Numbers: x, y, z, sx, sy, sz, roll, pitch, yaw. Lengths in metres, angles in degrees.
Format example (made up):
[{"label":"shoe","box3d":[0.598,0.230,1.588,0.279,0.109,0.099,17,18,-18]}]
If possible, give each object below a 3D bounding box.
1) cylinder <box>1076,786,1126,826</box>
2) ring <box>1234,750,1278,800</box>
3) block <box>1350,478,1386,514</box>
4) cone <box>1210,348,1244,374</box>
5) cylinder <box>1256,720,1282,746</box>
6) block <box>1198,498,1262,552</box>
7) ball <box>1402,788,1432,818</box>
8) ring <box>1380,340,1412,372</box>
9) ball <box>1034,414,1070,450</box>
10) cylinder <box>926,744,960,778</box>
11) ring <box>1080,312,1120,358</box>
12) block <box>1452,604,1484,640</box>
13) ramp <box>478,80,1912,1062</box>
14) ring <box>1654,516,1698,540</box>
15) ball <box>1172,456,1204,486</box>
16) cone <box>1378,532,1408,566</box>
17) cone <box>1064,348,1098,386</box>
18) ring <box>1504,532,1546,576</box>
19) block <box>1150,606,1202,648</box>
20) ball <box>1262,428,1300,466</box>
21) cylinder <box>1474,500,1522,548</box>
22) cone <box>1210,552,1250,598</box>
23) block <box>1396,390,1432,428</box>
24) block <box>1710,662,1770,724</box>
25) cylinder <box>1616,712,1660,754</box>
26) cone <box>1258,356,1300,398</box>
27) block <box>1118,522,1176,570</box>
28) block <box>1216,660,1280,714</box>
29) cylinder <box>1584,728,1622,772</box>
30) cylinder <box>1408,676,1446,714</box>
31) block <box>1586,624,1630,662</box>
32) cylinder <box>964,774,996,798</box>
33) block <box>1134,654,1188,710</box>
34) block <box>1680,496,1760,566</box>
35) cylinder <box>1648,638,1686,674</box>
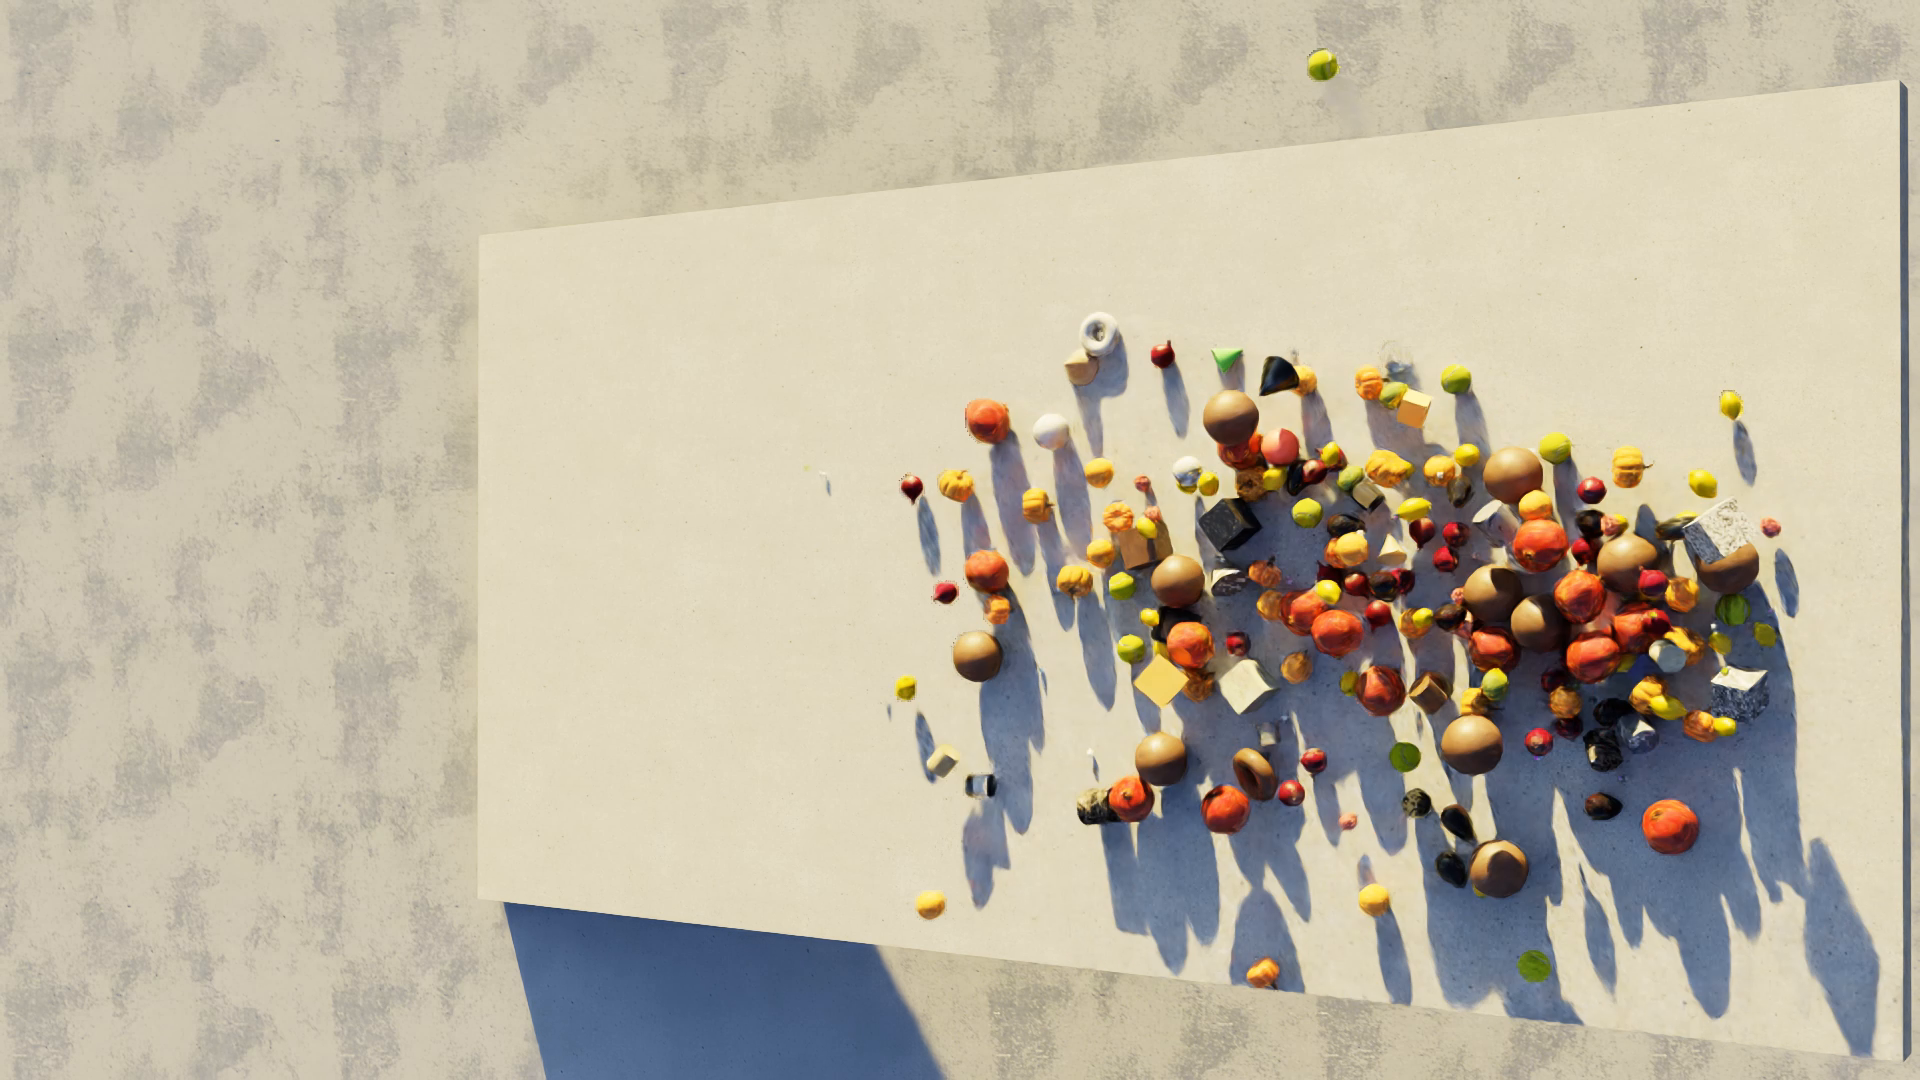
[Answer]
[{"label":"cylinder","box3d":[0.347,0.655,5.418,0.087,0.087,0.087,-12,89,36]},{"label":"ring","box3d":[0.696,0.554,5.189,0.045,0.135,0.135,-27,90,-22]},{"label":"block","box3d":[0.939,-0.102,5.061,0.054,0.054,0.054,-47,67,3]},{"label":"cone","box3d":[0.649,-0.443,5.272,0.070,0.070,0.070,-27,90,2]},{"label":"cylinder","box3d":[0.727,0.456,5.182,0.051,0.051,0.051,-13,84,0]},{"label":"block","box3d":[0.642,-0.038,5.233,0.091,0.091,0.091,-44,67,30]},{"label":"ball","box3d":[1.038,0.599,4.992,0.067,0.067,0.067,0,89,0]},{"label":"ring","box3d":[1.000,-0.422,5.043,0.078,0.026,0.078,11,110,31]},{"label":"ball","box3d":[0.230,-0.270,5.502,0.093,0.093,0.093,0,89,0]},{"label":"cylinder","box3d":[-0.042,0.565,5.634,0.063,0.063,0.063,39,107,0]},{"label":"ring","box3d":[0.347,-0.509,5.463,0.110,0.037,0.110,1,91,32]},{"label":"block","box3d":[1.138,0.185,4.930,0.050,0.050,0.050,23,132,33]},{"label":"ramp","box3d":[0.258,0.071,5.595,4.000,0.100,2.000,0,89,33]},{"label":"ring","box3d":[1.520,-0.025,4.623,0.117,0.117,0.039,-8,94,0]},{"label":"ball","box3d":[0.544,-0.164,5.252,0.072,0.072,0.072,0,89,0]},{"label":"cone","box3d":[0.971,0.012,4.956,0.067,0.067,0.067,-3,61,0]},{"label":"cone","box3d":[0.281,-0.434,5.469,0.095,0.095,0.095,0,89,33]},{"label":"ring","box3d":[1.252,0.030,4.880,0.097,0.032,0.097,-4,83,33]},{"label":"block","box3d":[0.523,0.211,5.318,0.080,0.080,0.080,22,101,31]},{"label":"ball","box3d":[0.754,-0.217,5.168,0.090,0.090,0.090,0,89,0]},{"label":"cylinder","box3d":[1.173,-0.034,4.798,0.075,0.075,0.075,-41,100,0]},{"label":"cone","box3d":[0.630,0.067,5.260,0.099,0.099,0.099,-19,56,0]},{"label":"block","box3d":[1.028,-0.297,4.977,0.058,0.058,0.058,20,124,16]},{"label":"block","box3d":[1.625,0.319,4.582,0.082,0.082,0.082,-34,124,-33]},{"label":"cylinder","box3d":[1.450,0.413,4.705,0.067,0.067,0.067,-4,122,-7]},{"label":"cone","box3d":[0.717,-0.358,5.090,0.098,0.098,0.098,45,60,0]},{"label":"block","box3d":[0.454,0.015,5.357,0.091,0.091,0.091,-19,80,31]},{"label":"block","box3d":[0.683,0.347,5.208,0.091,0.091,0.091,-46,67,24]},{"label":"cylinder","box3d":[1.390,0.453,4.753,0.068,0.068,0.068,-3,50,0]},{"label":"cylinder","box3d":[1.026,0.341,4.828,0.060,0.060,0.060,44,90,-16]},{"label":"block","box3d":[1.402,0.222,4.761,0.052,0.052,0.052,-17,68,-42]},{"label":"cylinder","box3d":[0.053,0.628,5.626,0.060,0.060,0.060,-4,89,34]},{"label":"block","box3d":[0.471,0.331,5.145,0.091,0.091,0.091,41,92,7]},{"label":"block","box3d":[1.529,-0.017,4.426,0.090,0.090,0.090,-33,83,-9]},{"label":"cylinder","box3d":[1.480,0.242,4.602,0.060,0.060,0.060,0,101,0]}]
